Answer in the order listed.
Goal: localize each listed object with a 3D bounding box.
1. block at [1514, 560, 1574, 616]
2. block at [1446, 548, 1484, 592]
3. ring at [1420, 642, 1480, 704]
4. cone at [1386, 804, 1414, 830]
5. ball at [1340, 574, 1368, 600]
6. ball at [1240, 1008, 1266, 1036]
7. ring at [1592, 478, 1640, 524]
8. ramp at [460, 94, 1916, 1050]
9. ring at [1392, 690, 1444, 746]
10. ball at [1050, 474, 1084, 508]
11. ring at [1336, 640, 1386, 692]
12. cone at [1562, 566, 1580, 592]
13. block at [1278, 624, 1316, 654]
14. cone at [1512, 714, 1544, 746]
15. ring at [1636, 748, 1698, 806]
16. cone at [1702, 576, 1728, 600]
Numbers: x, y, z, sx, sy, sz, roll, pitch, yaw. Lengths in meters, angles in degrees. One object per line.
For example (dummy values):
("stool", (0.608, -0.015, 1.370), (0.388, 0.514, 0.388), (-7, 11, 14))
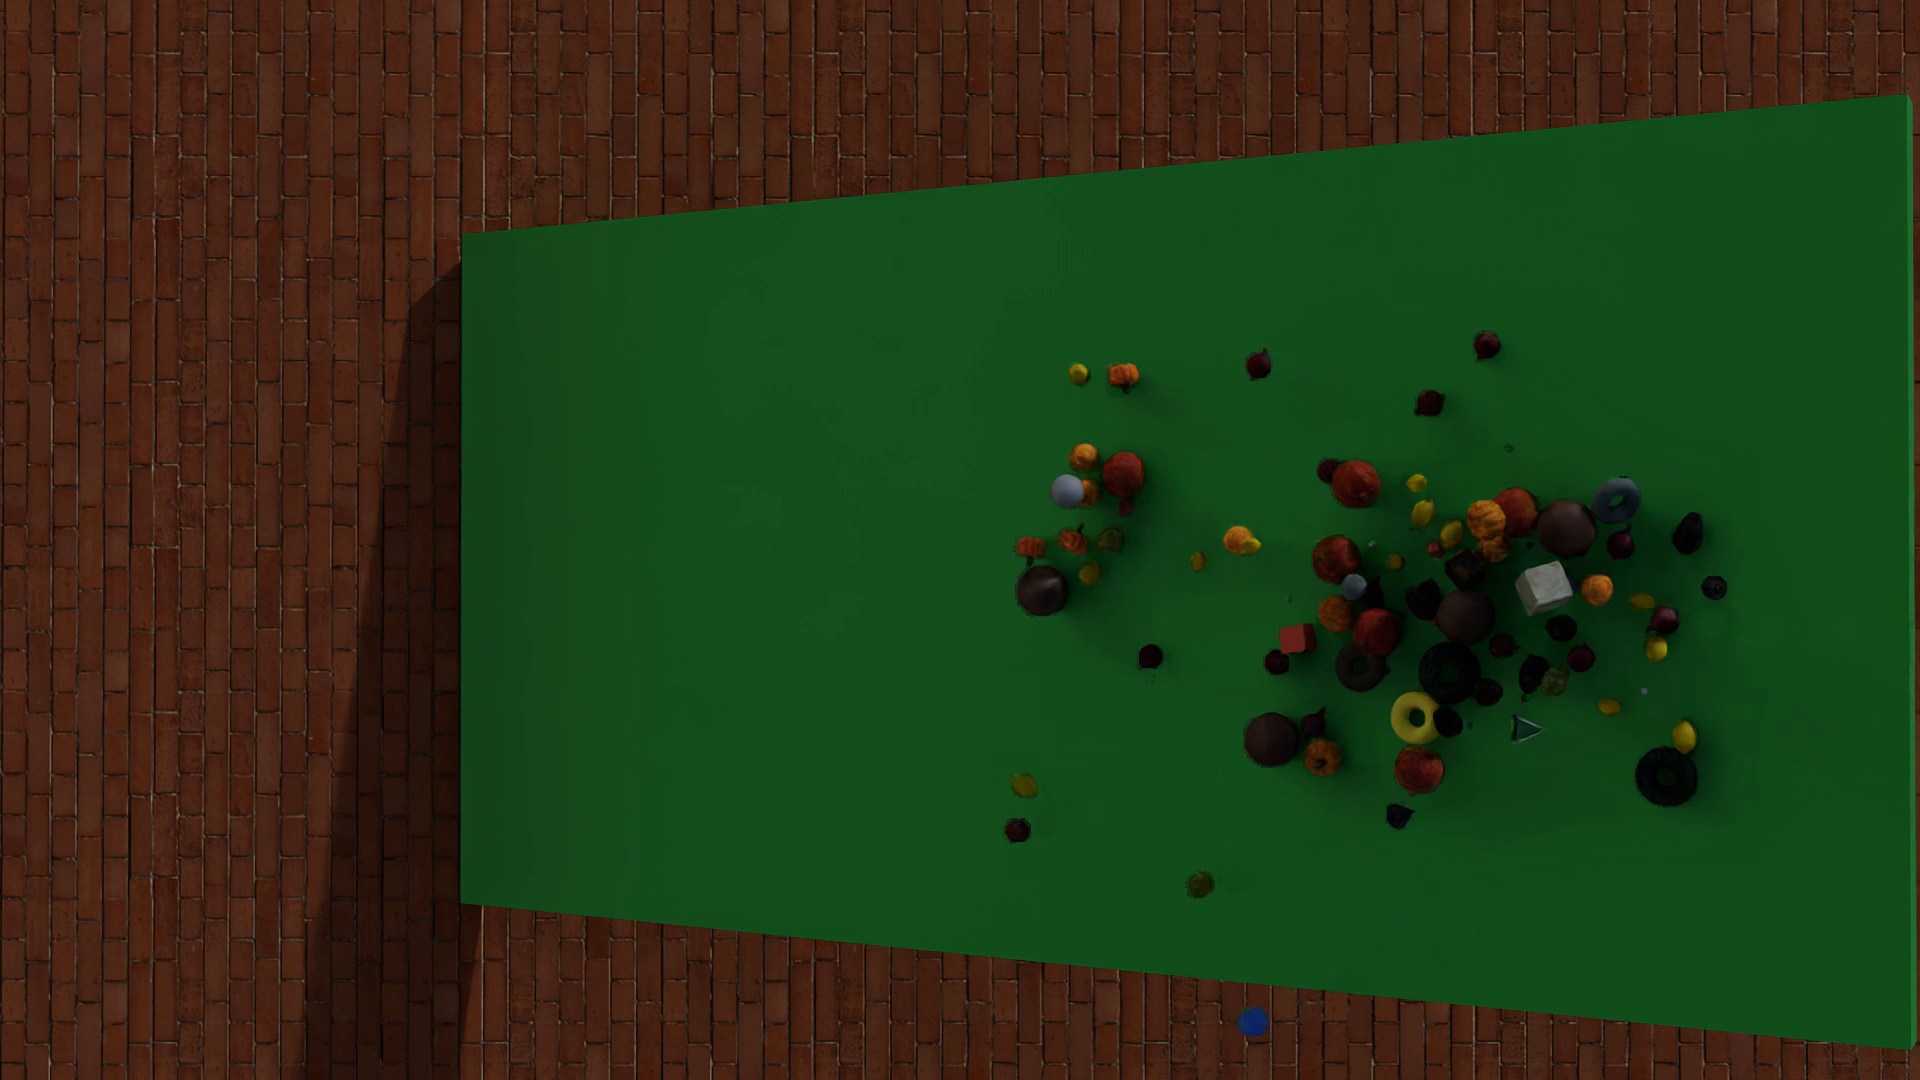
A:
("block", (1.284, 0.107, 4.837), (0.084, 0.084, 0.084), (-16, 71, -7))
("block", (1.134, 0.068, 4.937), (0.060, 0.060, 0.060), (-32, 60, -6))
("ring", (1.126, 0.305, 5.057), (0.143, 0.048, 0.143), (-1, 87, 28))
("cone", (1.026, 0.630, 5.064), (0.062, 0.062, 0.062), (12, 66, -28))
("ball", (0.915, 0.109, 5.109), (0.062, 0.062, 0.062), (0, 89, 0))
("ball", (0.705, 1.159, 5.292), (0.065, 0.065, 0.065), (0, 89, 0))
("ring", (1.443, -0.086, 4.837), (0.114, 0.038, 0.114), (-7, 123, -10))
("ramp", (0.271, 0.075, 5.630), (4.000, 0.100, 2.000), (0, 89, 30))
("ring", (1.060, 0.413, 5.096), (0.127, 0.042, 0.127), (0, 90, 31))
("ball", (0.265, -0.120, 5.447), (0.085, 0.085, 0.085), (0, 89, 0))
("ring", (0.940, 0.296, 5.165), (0.121, 0.040, 0.121), (-4, 82, 27))
("cone", (1.352, 0.079, 4.940), (0.067, 0.067, 0.067), (-2, 57, 0))
("block", (0.803, 0.235, 5.230), (0.062, 0.062, 0.062), (-11, 84, 32))
("cone", (1.287, 0.428, 4.968), (0.072, 0.072, 0.072), (0, 89, 7))
("ring", (1.547, 0.519, 4.817), (0.131, 0.044, 0.131), (0, 91, 29))
("cone", (1.631, 0.104, 4.768), (0.053, 0.053, 0.053), (0, 89, 30))
